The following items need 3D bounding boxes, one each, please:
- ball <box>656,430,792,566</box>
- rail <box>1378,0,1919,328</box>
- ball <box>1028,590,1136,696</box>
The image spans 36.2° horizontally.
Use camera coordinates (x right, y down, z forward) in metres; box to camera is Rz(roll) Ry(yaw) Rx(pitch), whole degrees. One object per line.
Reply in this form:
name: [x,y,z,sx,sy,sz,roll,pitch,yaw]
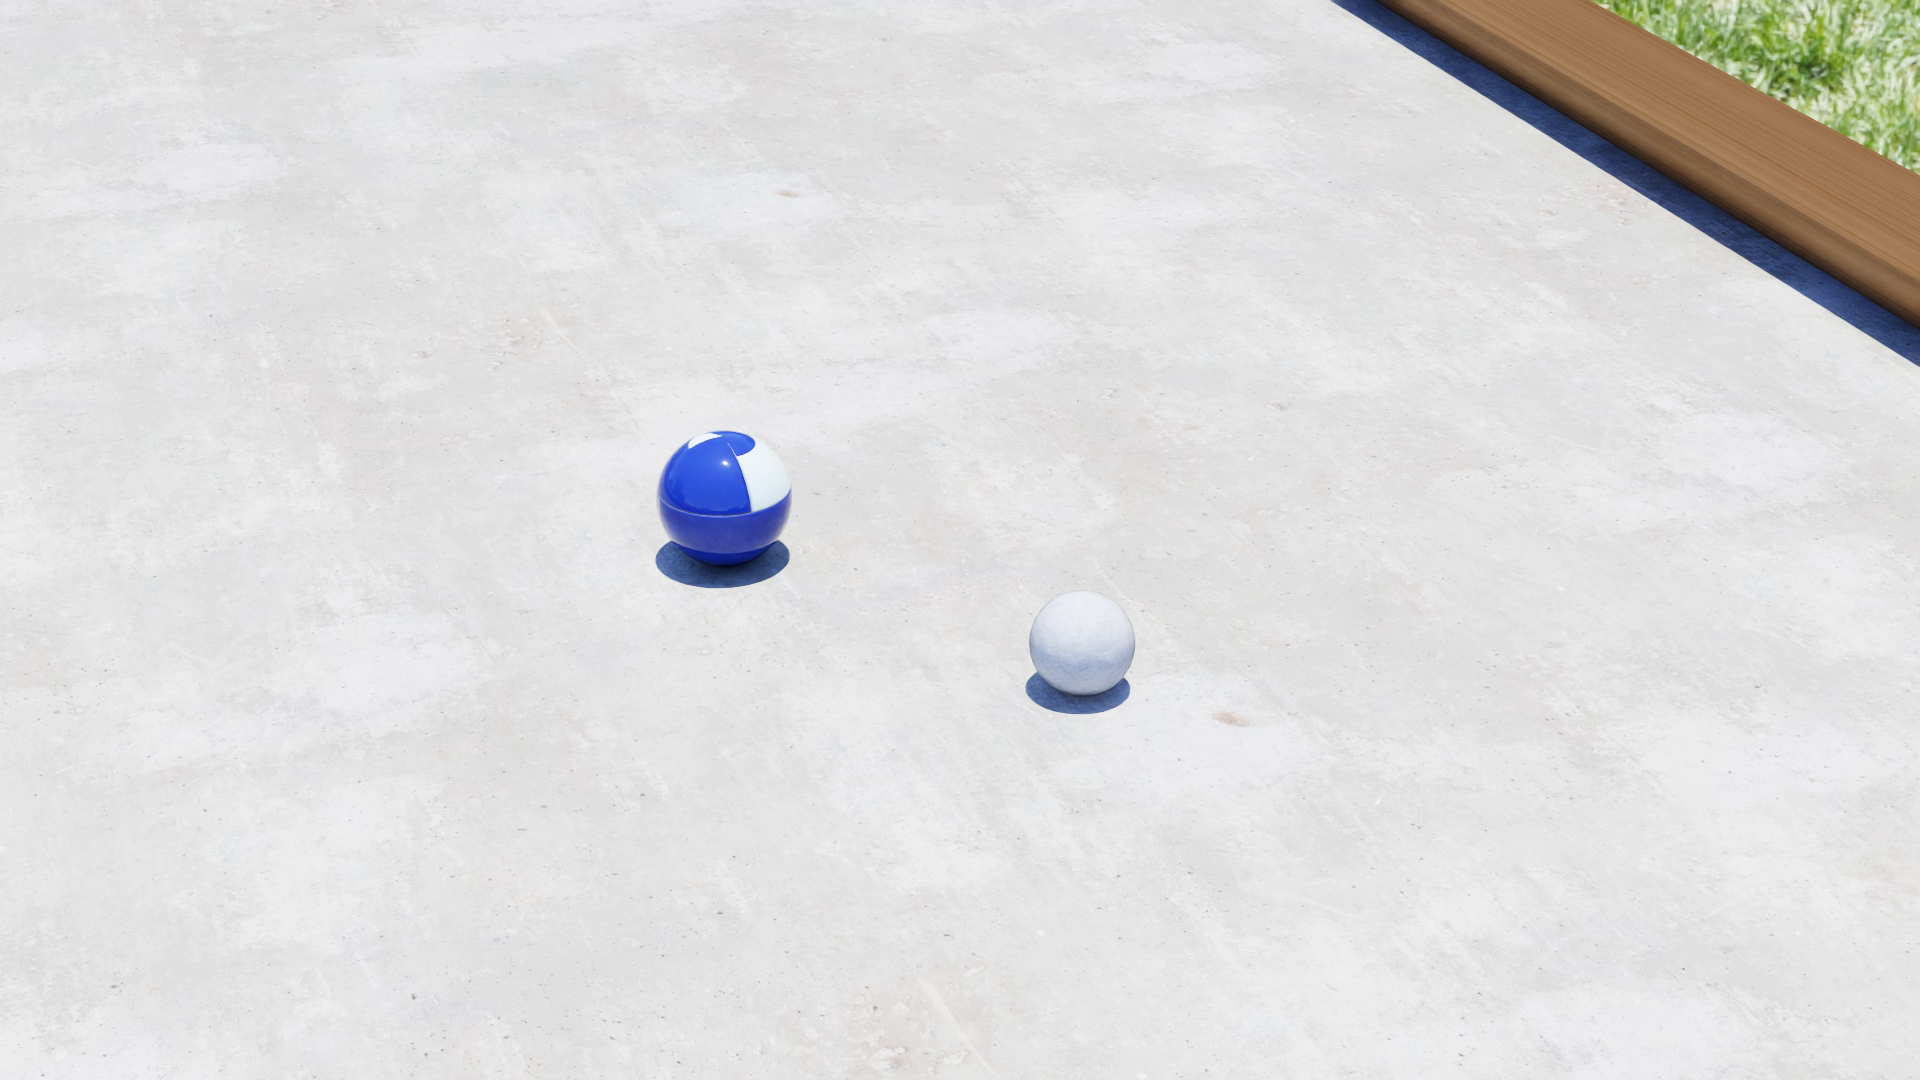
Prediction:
ball: [-0.159,-0.028,1.981,0.092,0.092,0.092,0,27,0]
rail: [0.547,-0.490,2.874,0.045,0.119,3.261,-9,28,-17]
ball: [0.076,0.064,1.825,0.066,0.066,0.066,0,27,0]
